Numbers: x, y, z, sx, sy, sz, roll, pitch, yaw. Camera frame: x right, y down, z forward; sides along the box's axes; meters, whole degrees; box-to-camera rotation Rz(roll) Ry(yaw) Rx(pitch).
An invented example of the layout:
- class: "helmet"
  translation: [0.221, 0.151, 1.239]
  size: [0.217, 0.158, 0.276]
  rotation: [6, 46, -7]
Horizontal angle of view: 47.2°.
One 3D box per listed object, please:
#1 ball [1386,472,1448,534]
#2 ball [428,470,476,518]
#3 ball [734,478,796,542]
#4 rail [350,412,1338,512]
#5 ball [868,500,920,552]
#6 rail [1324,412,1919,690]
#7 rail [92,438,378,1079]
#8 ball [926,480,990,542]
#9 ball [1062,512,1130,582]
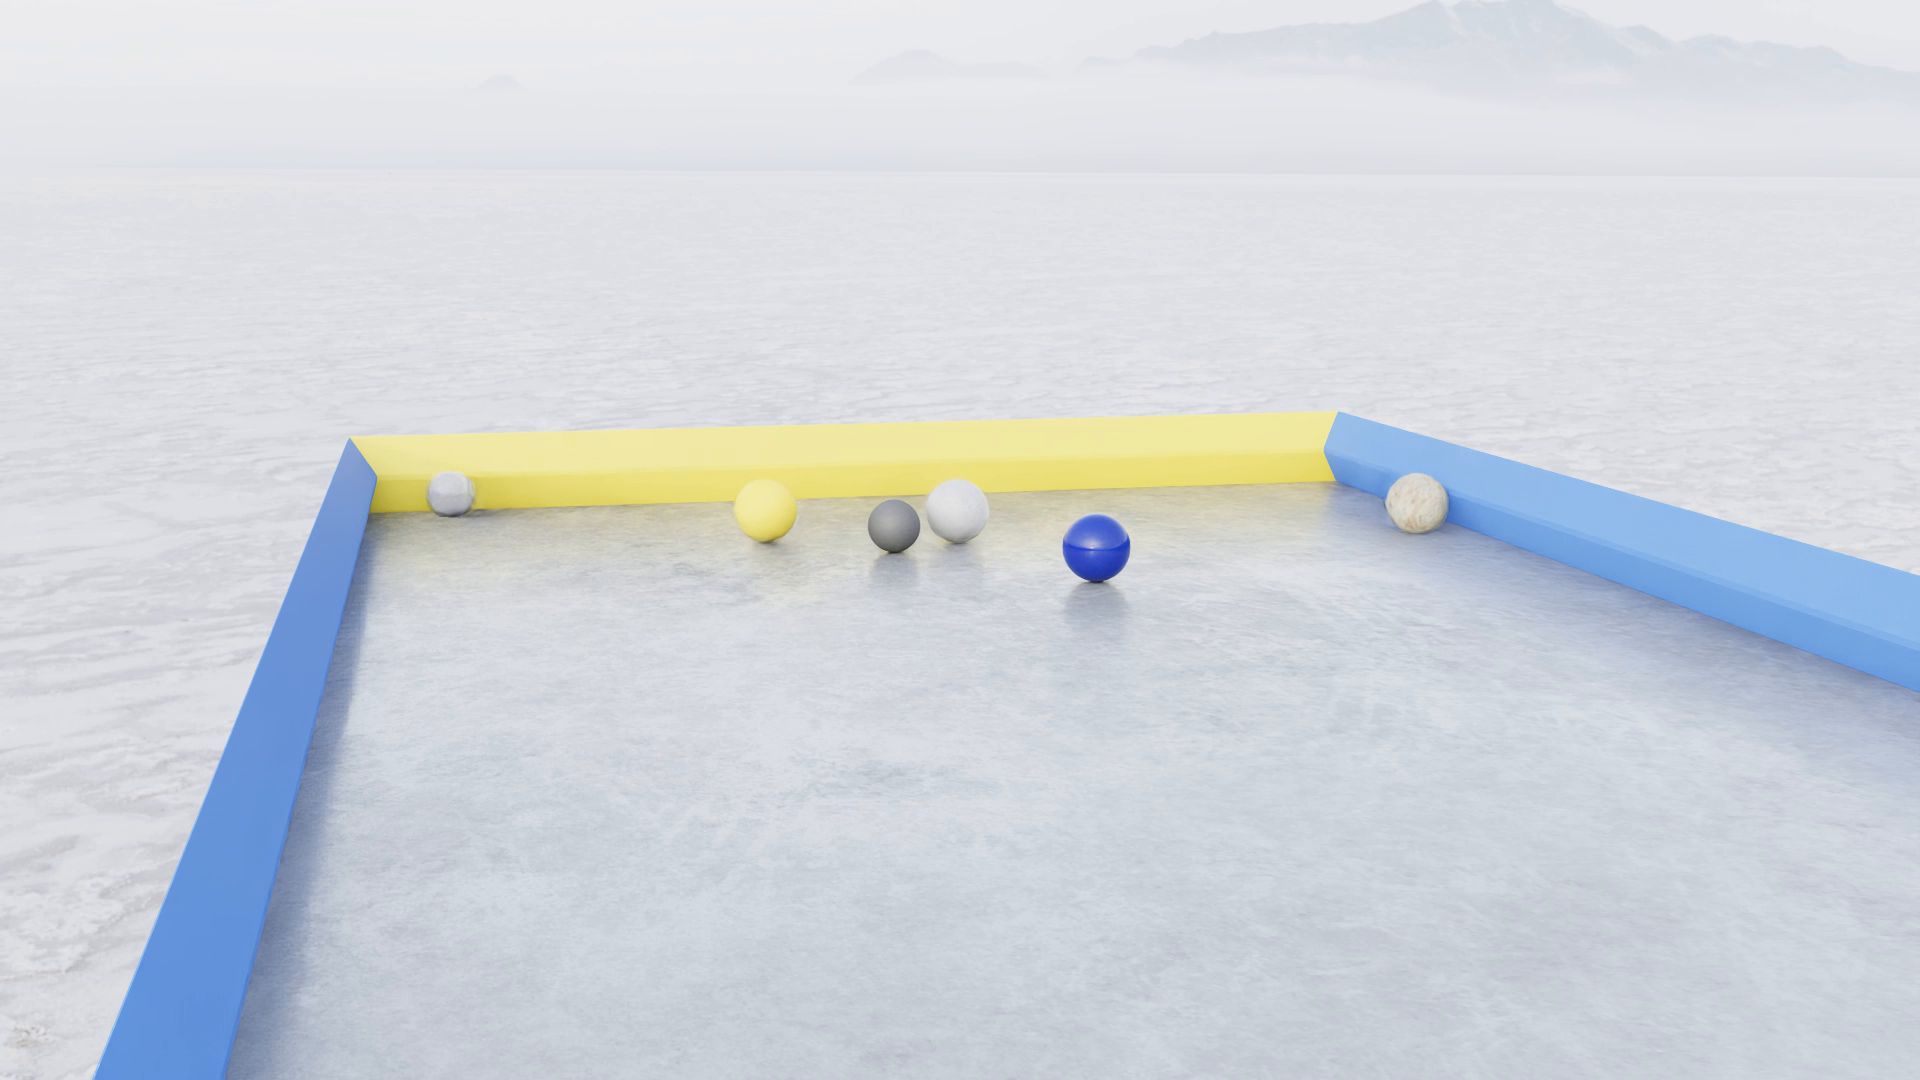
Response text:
- class: "ball"
  translation: [0.720, -0.058, 3.467]
  size: [0.095, 0.095, 0.095]
  rotation: [0, 10, 0]
- class: "ball"
  translation: [-0.838, -0.076, 3.625]
  size: [0.078, 0.078, 0.078]
  rotation: [0, 10, 0]
- class: "ball"
  translation: [-0.300, -0.046, 3.392]
  size: [0.097, 0.097, 0.097]
  rotation: [0, 10, 0]
- class: "rail"
  translation: [-0.156, -0.137, 3.827]
  size: [1.752, 0.127, 0.045]
  rotation: [-2, 10, -12]
- class: "ball"
  translation: [-0.099, -0.021, 3.300]
  size: [0.079, 0.079, 0.079]
  rotation: [0, 10, 0]
- class: "rail"
  translation: [0.993, 0.070, 2.621]
  size: [0.045, 0.127, 2.940]
  rotation: [-2, 10, -12]
- class: "rail"
  translation: [-0.671, 0.134, 2.252]
  size: [0.045, 0.127, 2.940]
  rotation: [-2, 10, -12]
- class: "ball"
  translation: [-0.004, -0.044, 3.383]
  size: [0.098, 0.098, 0.098]
  rotation: [0, 10, 0]
- class: "ball"
  translation: [0.190, 0.010, 3.067]
  size: [0.096, 0.096, 0.096]
  rotation: [0, 10, 0]
